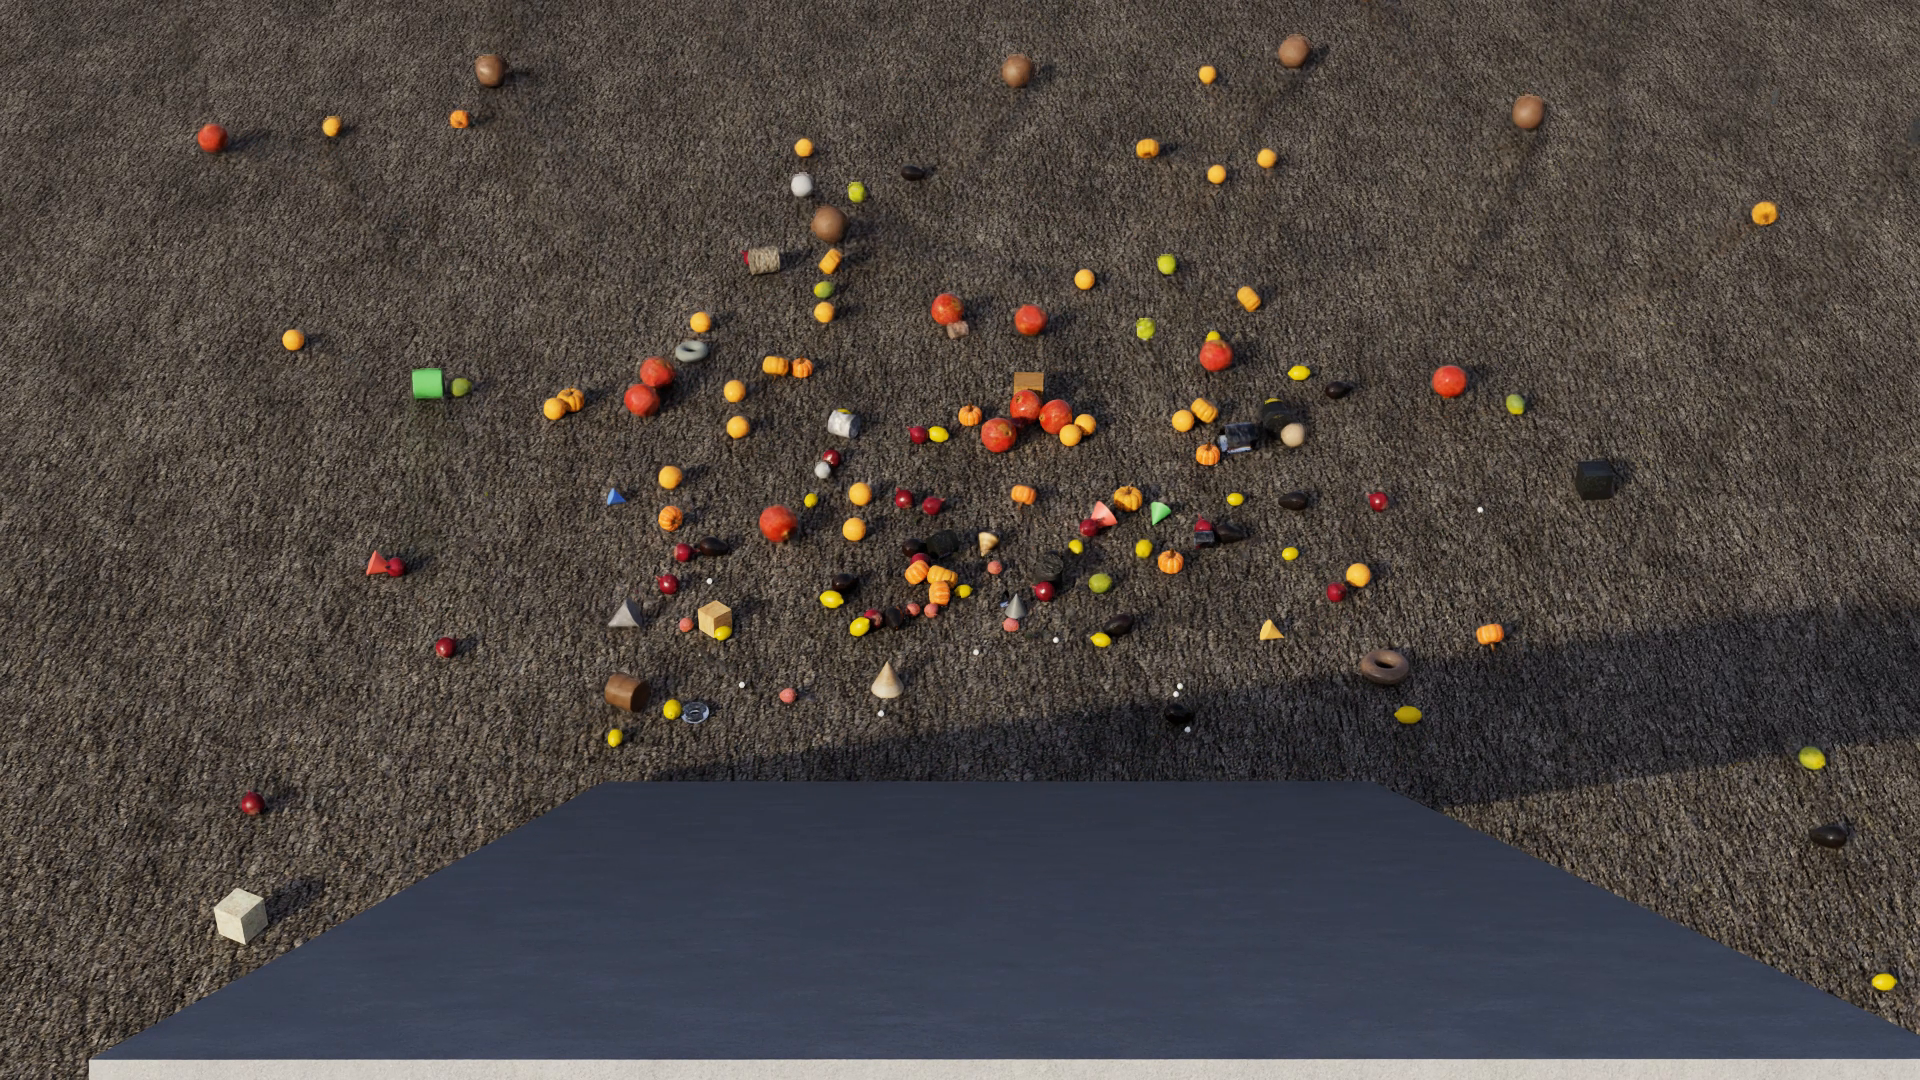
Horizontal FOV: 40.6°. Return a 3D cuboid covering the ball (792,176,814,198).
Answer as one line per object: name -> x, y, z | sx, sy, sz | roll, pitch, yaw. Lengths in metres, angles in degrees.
ball -> -0.600, -1.344, 9.862 | 0.085, 0.085, 0.085 | 0, 33, 0

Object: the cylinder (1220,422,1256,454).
cylinder -> 0.888, -0.326, 8.292 | 0.092, 0.092, 0.092 | -7, 34, -11

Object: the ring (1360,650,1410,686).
ring -> 1.194, 0.357, 7.284 | 0.141, 0.047, 0.141 | 1, 33, -1

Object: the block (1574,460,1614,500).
block -> 1.975, -0.185, 8.080 | 0.087, 0.087, 0.087 | -2, 33, -3

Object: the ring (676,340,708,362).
ring -> -0.912, -0.641, 8.825 | 0.115, 0.038, 0.115 | -1, 34, 1

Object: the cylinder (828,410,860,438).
cylinder -> -0.374, -0.373, 8.378 | 0.077, 0.077, 0.077 | 16, 36, 23

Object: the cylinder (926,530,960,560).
cylinder -> -0.053, 0.013, 7.789 | 0.073, 0.073, 0.073 | -22, 39, -30

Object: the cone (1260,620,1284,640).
cone -> 0.904, 0.269, 7.437 | 0.063, 0.063, 0.063 | 23, 30, -14

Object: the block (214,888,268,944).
block -> -1.767, 0.925, 6.377 | 0.084, 0.084, 0.084 | 16, 36, 23

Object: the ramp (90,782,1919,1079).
ramp -> 0.073, 0.641, 4.756 | 2.000, 0.100, 4.000 | 0, -1, 0

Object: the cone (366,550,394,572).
cone -> -1.716, 0.079, 7.722 | 0.077, 0.077, 0.077 | 29, 28, -18

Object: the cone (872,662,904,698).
cone -> -0.201, 0.375, 7.214 | 0.094, 0.094, 0.094 | 0, 33, 0

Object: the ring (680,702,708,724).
ring -> -0.728, 0.474, 7.123 | 0.078, 0.026, 0.078 | -1, 34, 0

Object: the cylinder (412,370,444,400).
cylinder -> -1.759, -0.514, 8.580 | 0.093, 0.093, 0.093 | -5, 33, -7

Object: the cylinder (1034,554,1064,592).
cylinder -> 0.262, 0.097, 7.633 | 0.080, 0.080, 0.080 | 1, 53, -1

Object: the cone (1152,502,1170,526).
cone -> 0.604, -0.070, 7.955 | 0.066, 0.066, 0.066 | 16, 63, 23

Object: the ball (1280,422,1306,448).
ball -> 1.069, -0.337, 8.322 | 0.078, 0.078, 0.078 | 0, 33, 0

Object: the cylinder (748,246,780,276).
cylinder -> -0.705, -1.006, 9.334 | 0.094, 0.094, 0.094 | -10, 34, -15

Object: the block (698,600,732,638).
block -> -0.704, 0.228, 7.463 | 0.068, 0.068, 0.068 | -29, 43, -36

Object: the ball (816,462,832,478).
ball -> -0.430, -0.218, 8.163 | 0.051, 0.051, 0.051 | 0, 33, 0

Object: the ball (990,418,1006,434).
ball -> 0.122, -0.370, 8.398 | 0.050, 0.050, 0.050 | 0, 33, 0

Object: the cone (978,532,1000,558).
cone -> 0.077, 0.025, 7.808 | 0.070, 0.070, 0.070 | 13, 62, 19

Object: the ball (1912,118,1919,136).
ball -> 3.833, -1.650, 10.345 | 0.070, 0.070, 0.070 | 0, 33, 0

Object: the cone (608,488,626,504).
cone -> -1.059, -0.126, 8.047 | 0.054, 0.054, 0.054 | 19, 27, -22

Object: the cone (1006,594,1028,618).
cone -> 0.164, 0.182, 7.534 | 0.067, 0.067, 0.067 | 0, 33, 0

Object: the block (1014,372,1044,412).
block -> 0.226, -0.486, 8.534 | 0.096, 0.096, 0.096 | 1, 33, 2

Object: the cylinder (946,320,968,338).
cylinder -> -0.008, -0.727, 8.940 | 0.056, 0.056, 0.056 | -15, 36, -22

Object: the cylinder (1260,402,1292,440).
cylinder -> 1.023, -0.387, 8.386 | 0.091, 0.091, 0.091 | -3, 33, -4

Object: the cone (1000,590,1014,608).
cone -> 0.152, 0.178, 7.580 | 0.050, 0.050, 0.050 | 17, 26, -24
